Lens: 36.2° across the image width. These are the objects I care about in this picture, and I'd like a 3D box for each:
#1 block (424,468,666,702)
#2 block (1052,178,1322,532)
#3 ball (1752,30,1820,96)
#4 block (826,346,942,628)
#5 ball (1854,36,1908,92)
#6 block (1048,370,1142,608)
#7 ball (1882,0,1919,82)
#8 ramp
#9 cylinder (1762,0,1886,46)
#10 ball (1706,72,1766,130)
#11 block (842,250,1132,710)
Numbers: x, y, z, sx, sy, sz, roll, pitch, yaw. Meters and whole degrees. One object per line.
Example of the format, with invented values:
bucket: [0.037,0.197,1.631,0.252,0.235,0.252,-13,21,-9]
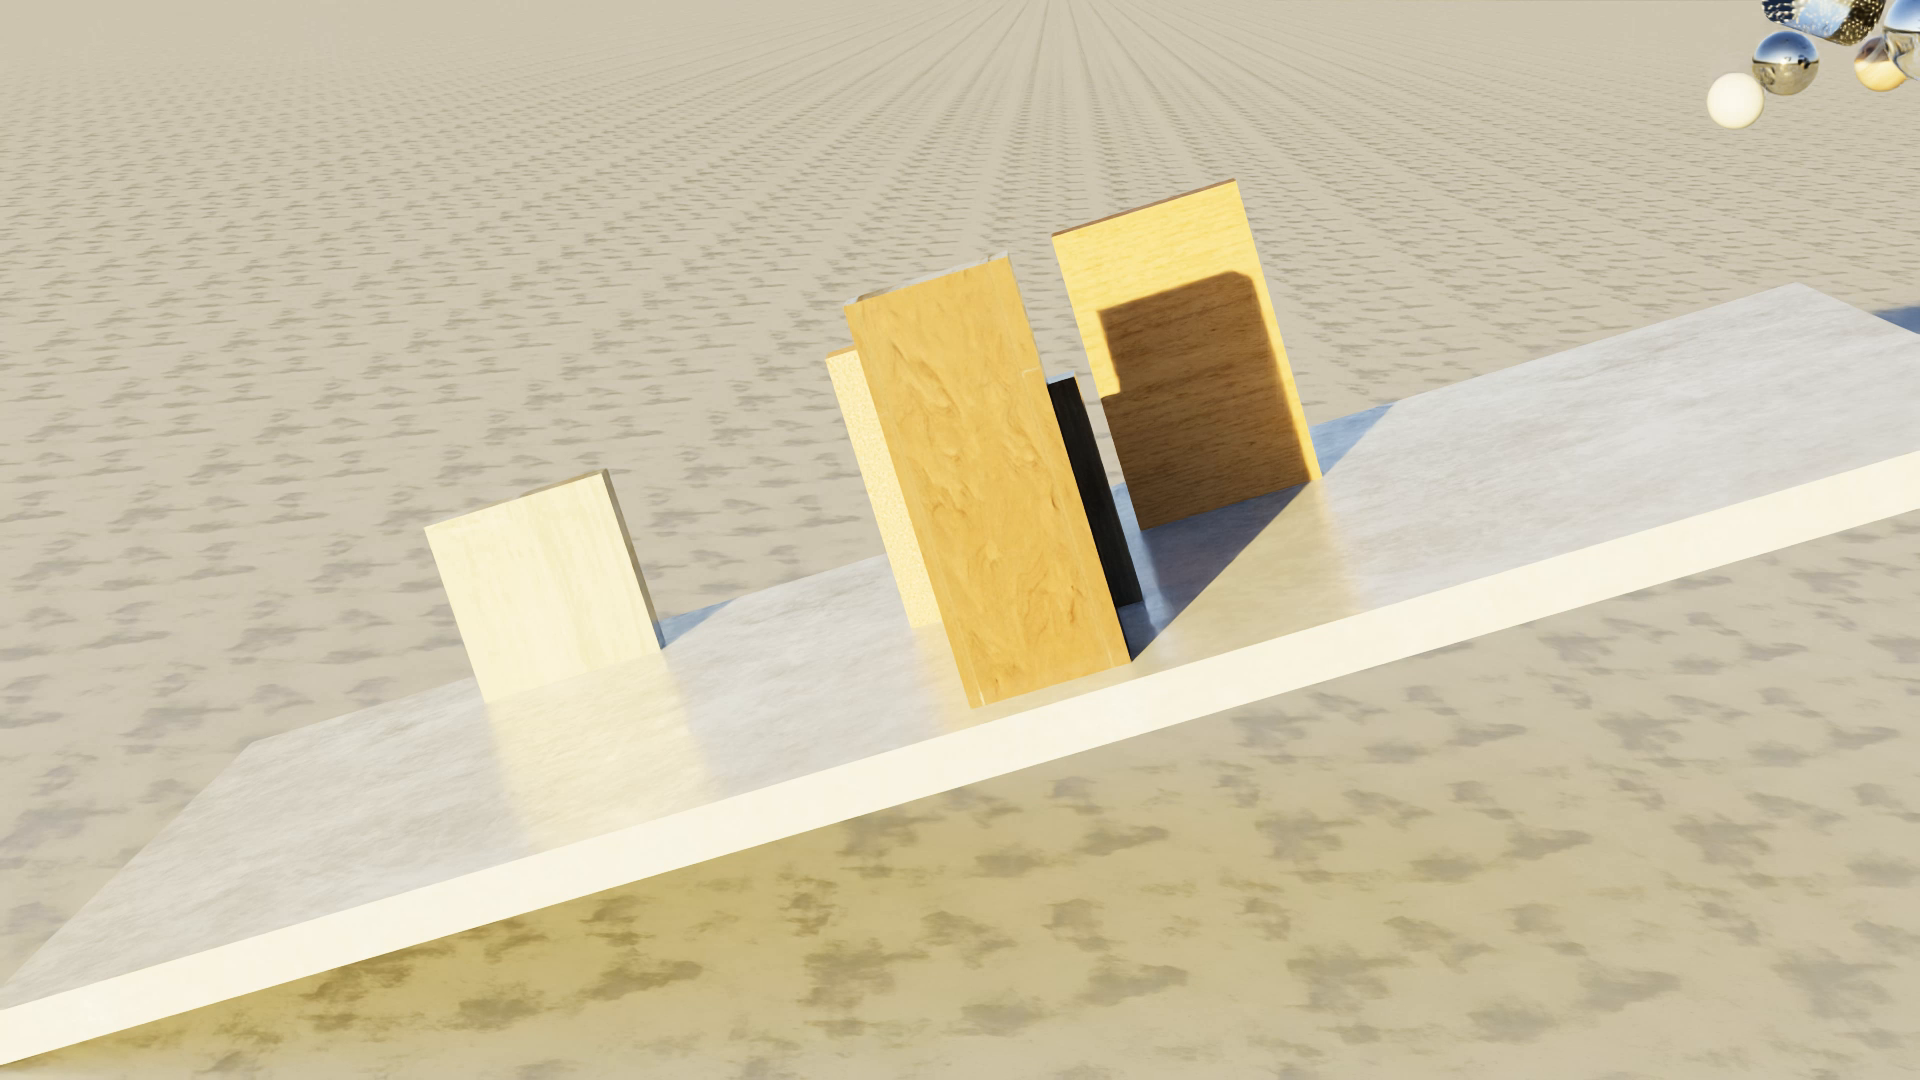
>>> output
block: [-0.985,0.108,6.996,0.442,0.445,0.090,-17,10,5]
block: [0.506,-0.412,6.568,0.423,0.689,0.096,-17,10,5]
ball: [1.748,-1.009,6.228,0.137,0.137,0.137,0,11,0]
block: [-0.016,-0.159,6.314,0.372,0.611,0.109,-17,10,5]
ball: [1.907,-0.984,6.077,0.114,0.114,0.114,0,11,0]
block: [0.111,-0.054,5.930,0.393,0.475,0.093,-17,10,5]
ball: [1.964,-1.023,5.927,0.202,0.202,0.202,0,11,0]
ramp: [0.096,0.185,6.315,4.000,0.100,2.000,-17,10,5]
cylinder: [1.662,-1.052,5.655,0.164,0.164,0.164,13,6,-23]
ball: [1.639,-0.927,6.212,0.119,0.119,0.119,0,11,0]
block: [0.054,-0.109,5.434,0.310,0.785,0.113,-17,10,5]
